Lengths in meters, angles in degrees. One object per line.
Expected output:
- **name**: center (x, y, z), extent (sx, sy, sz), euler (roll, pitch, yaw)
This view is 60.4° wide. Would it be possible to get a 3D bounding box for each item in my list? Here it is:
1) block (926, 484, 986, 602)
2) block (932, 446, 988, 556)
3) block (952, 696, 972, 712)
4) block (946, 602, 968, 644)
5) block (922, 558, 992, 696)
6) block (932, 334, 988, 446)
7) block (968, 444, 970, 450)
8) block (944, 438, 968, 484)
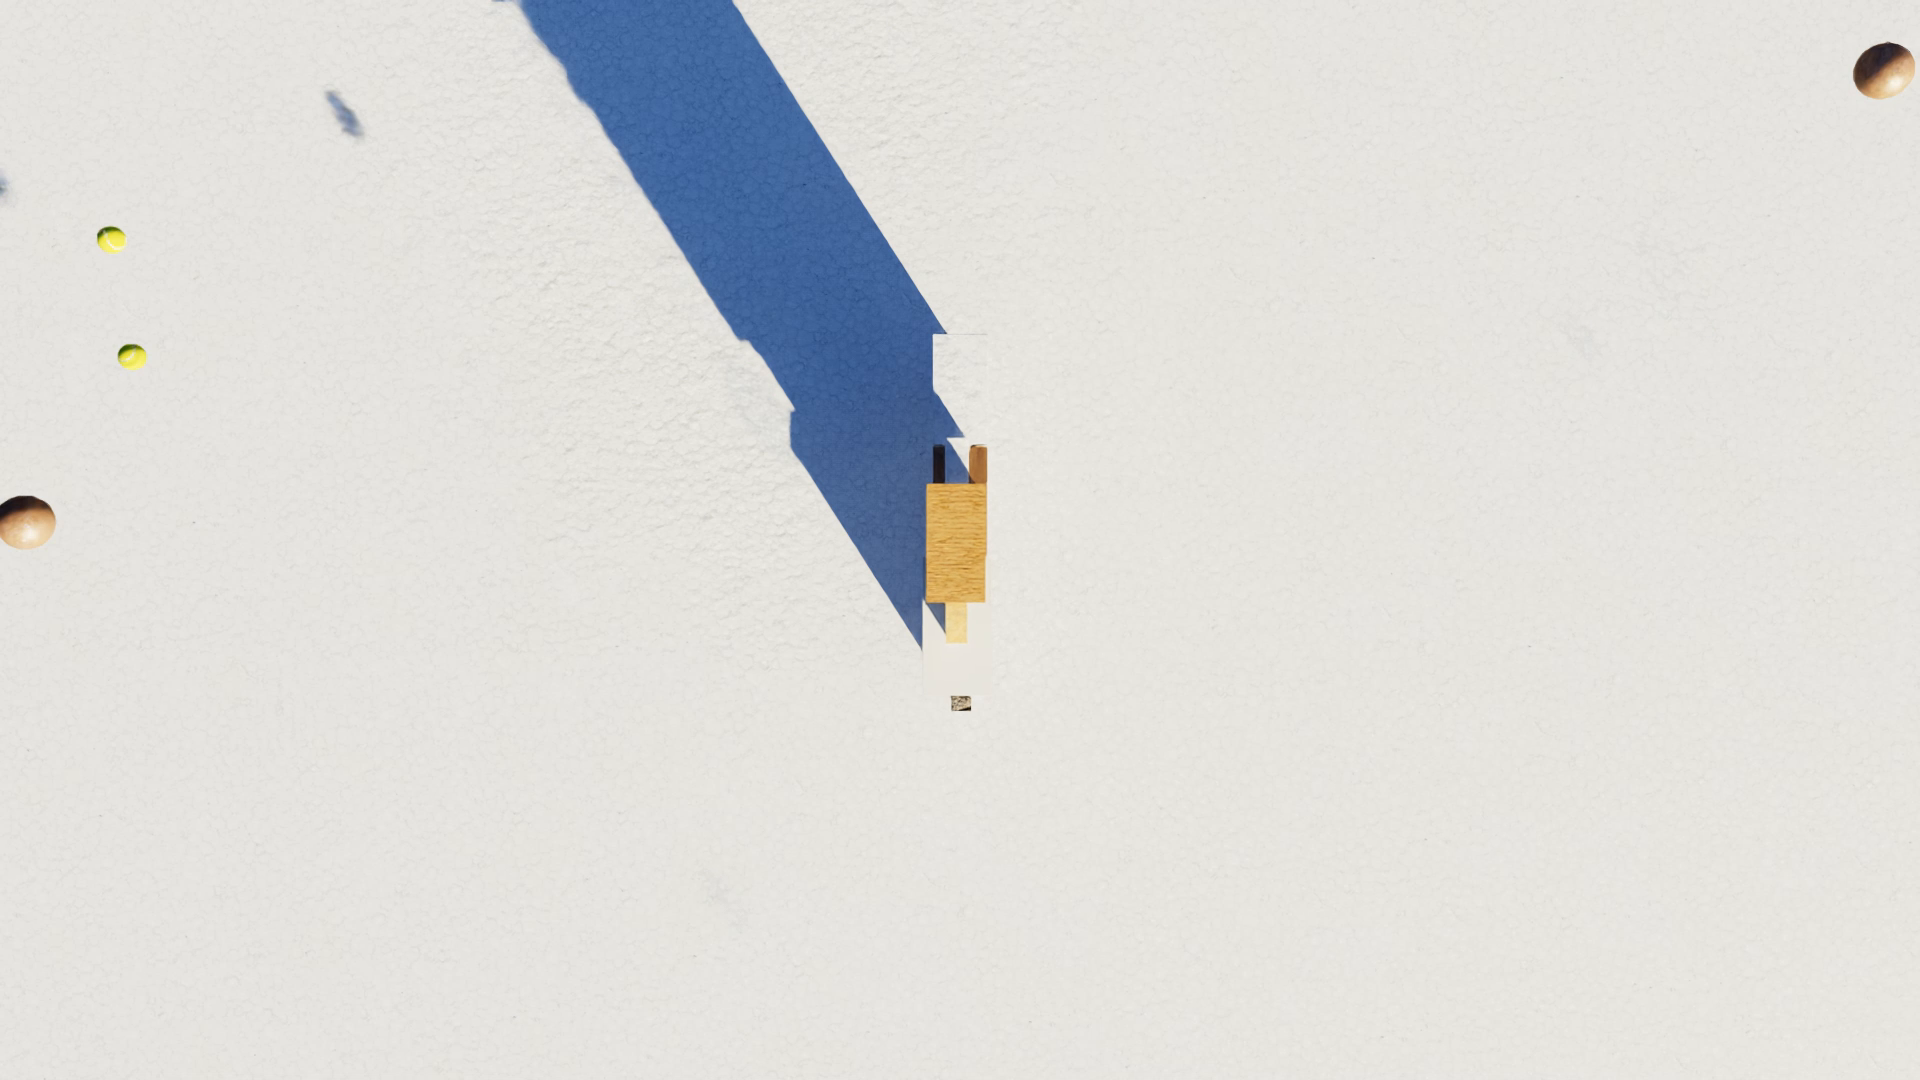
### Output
- **block**: center (-0.009, 0.007, 3.986), extent (0.143, 0.041, 0.286), euler (0, 90, 0)
- **block**: center (0.001, -0.100, 4.317), extent (0.142, 0.040, 0.284), euler (0, 90, 0)
- **block**: center (0.004, 0.472, 5.174), extent (0.063, 0.018, 0.127), euler (0, 90, 0)
- **block**: center (-0.008, 0.208, 4.178), extent (0.054, 0.015, 0.107), euler (0, 90, 0)
- **block**: center (-0.008, 0.225, 4.318), extent (0.180, 0.051, 0.359), euler (0, 90, 0)
- **block**: center (0.001, -0.393, 4.314), extent (0.143, 0.041, 0.286), euler (0, 90, 0)
- **block**: center (-0.005, -0.240, 4.234), extent (0.060, 0.120, 0.017), euler (2, 93, 0)
- **block**: center (-0.009, -0.198, 4.166), extent (0.060, 0.017, 0.120), euler (0, 91, 0)
